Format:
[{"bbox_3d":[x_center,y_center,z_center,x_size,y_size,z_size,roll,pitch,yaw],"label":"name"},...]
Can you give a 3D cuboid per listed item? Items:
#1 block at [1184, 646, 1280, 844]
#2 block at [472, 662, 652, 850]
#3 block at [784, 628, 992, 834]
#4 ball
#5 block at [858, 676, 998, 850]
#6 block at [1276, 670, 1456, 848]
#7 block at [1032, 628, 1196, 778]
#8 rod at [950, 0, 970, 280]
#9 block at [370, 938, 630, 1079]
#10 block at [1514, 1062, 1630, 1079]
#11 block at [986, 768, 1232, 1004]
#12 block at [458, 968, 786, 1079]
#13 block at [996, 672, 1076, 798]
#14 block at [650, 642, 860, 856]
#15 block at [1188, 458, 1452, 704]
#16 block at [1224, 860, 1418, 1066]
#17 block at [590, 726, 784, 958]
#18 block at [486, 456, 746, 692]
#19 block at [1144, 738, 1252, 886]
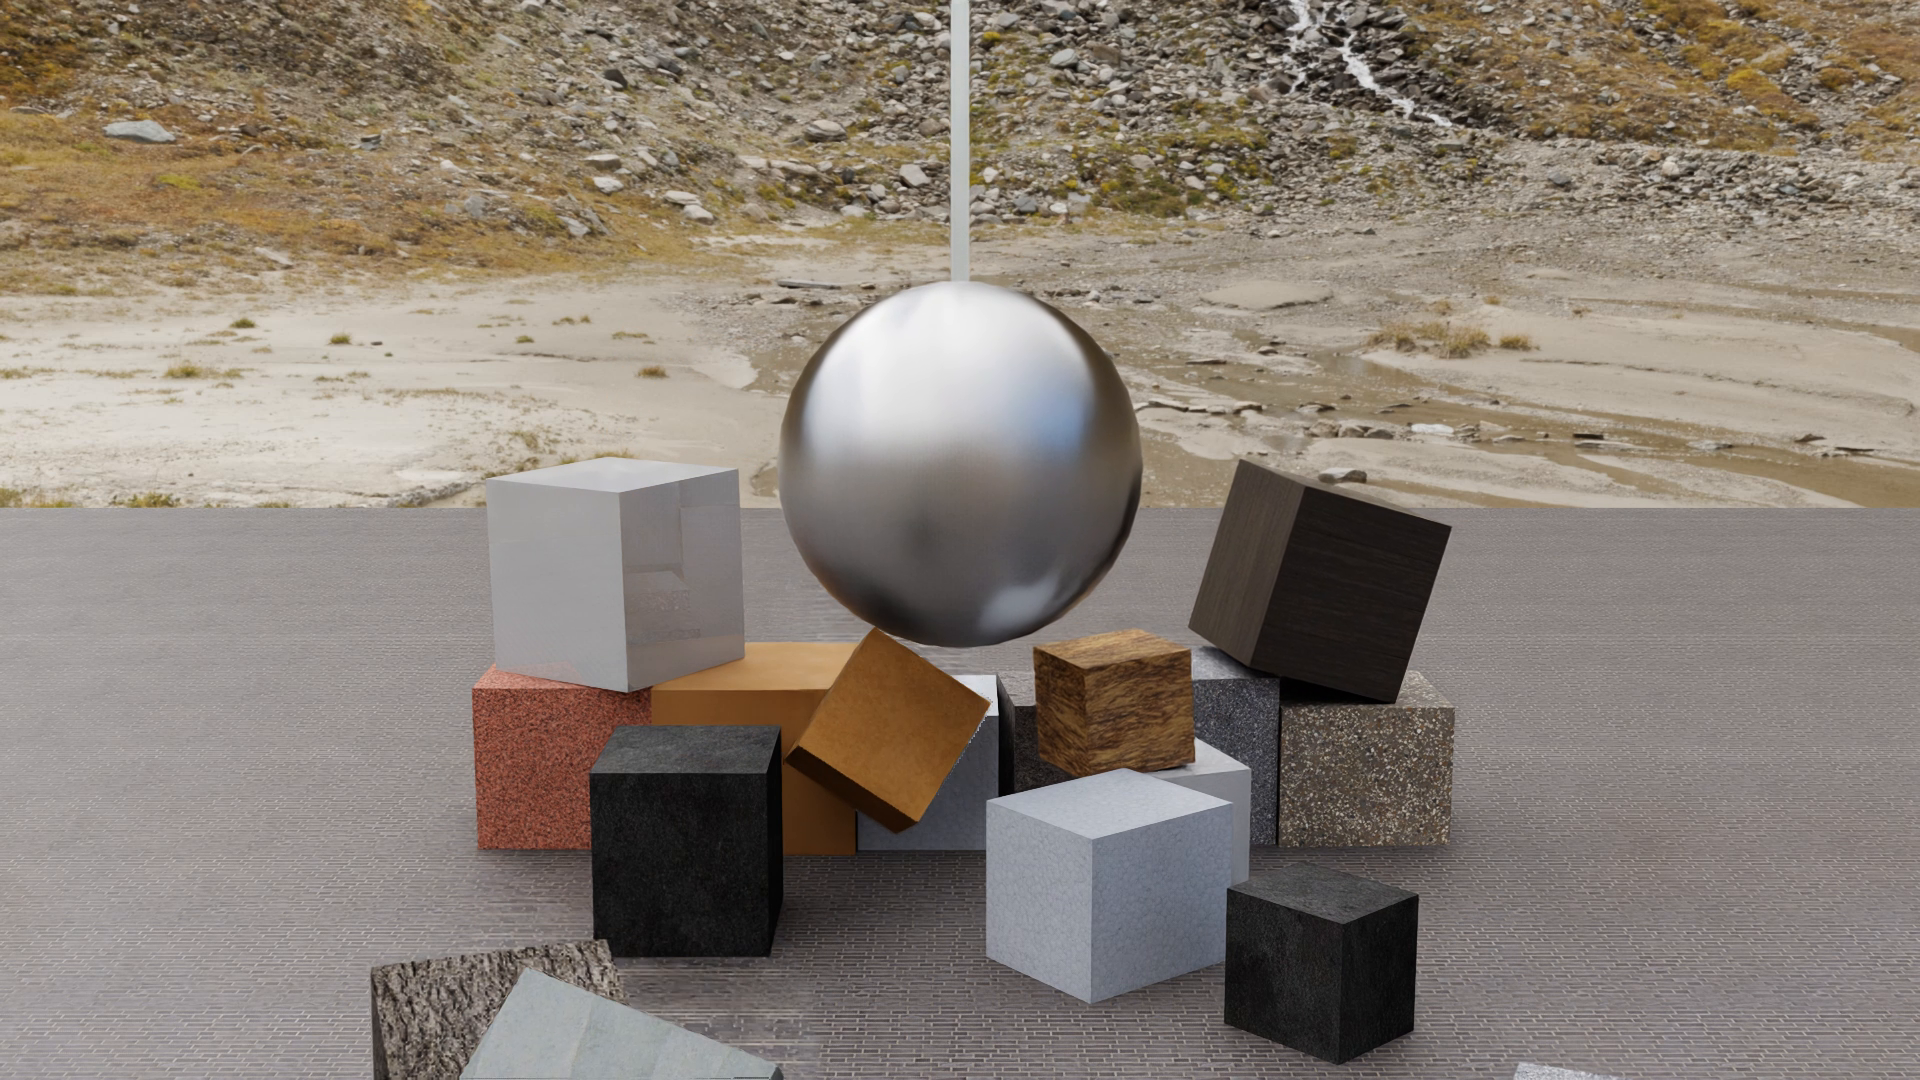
[{"bbox_3d":[1.210,1.052,11.363,0.712,0.865,0.729,-1,10,-4],"label":"block"},{"bbox_3d":[-1.973,1.068,11.372,0.888,0.830,0.841,0,10,0],"label":"block"},{"bbox_3d":[-0.354,0.915,10.453,0.657,0.659,0.628,33,-16,-2],"label":"block"},{"bbox_3d":[0.000,-0.327,9.605,1.600,1.600,1.600,0,10,0],"label":"ball"},{"bbox_3d":[-0.161,1.137,11.369,0.703,0.695,0.835,0,10,0],"label":"block"},{"bbox_3d":[2.021,1.121,11.402,0.869,0.715,0.781,0,10,-2],"label":"block"},{"bbox_3d":[0.717,0.765,10.266,0.556,0.541,0.510,-9,13,-24],"label":"block"},{"bbox_3d":[0.000,-3.719,9.847,0.080,5.200,0.080,0,-4,0],"label":"rod"},{"bbox_3d":[-1.448,1.830,7.032,0.761,0.732,0.729,-4,24,-19],"label":"block"},{"bbox_3d":[2.034,2.028,7.196,0.474,0.436,0.403,4,11,22],"label":"block"},{"bbox_3d":[0.641,1.470,9.502,0.805,0.707,0.682,-8,13,-38],"label":"block"},{"bbox_3d":[-0.915,1.735,5.907,0.798,0.679,0.724,15,58,23],"label":"block"},{"bbox_3d":[0.537,1.121,11.300,0.616,0.751,0.709,-1,10,-6],"label":"block"},{"bbox_3d":[-1.021,1.059,11.378,0.997,0.845,1.039,0,10,0],"label":"block"},{"bbox_3d":[1.825,0.198,11.283,0.826,0.934,0.874,15,7,-17],"label":"block"},{"bbox_3d":[1.438,1.673,8.773,0.494,0.570,0.568,-10,14,-43],"label":"block"},{"bbox_3d":[-1.210,1.338,9.888,0.759,0.829,0.789,0,10,0],"label":"block"},{"bbox_3d":[-1.755,0.150,11.269,0.919,0.991,0.882,6,13,34],"label":"block"},{"bbox_3d":[0.968,1.342,10.406,0.596,0.637,0.585,-4,11,-20],"label":"block"}]
